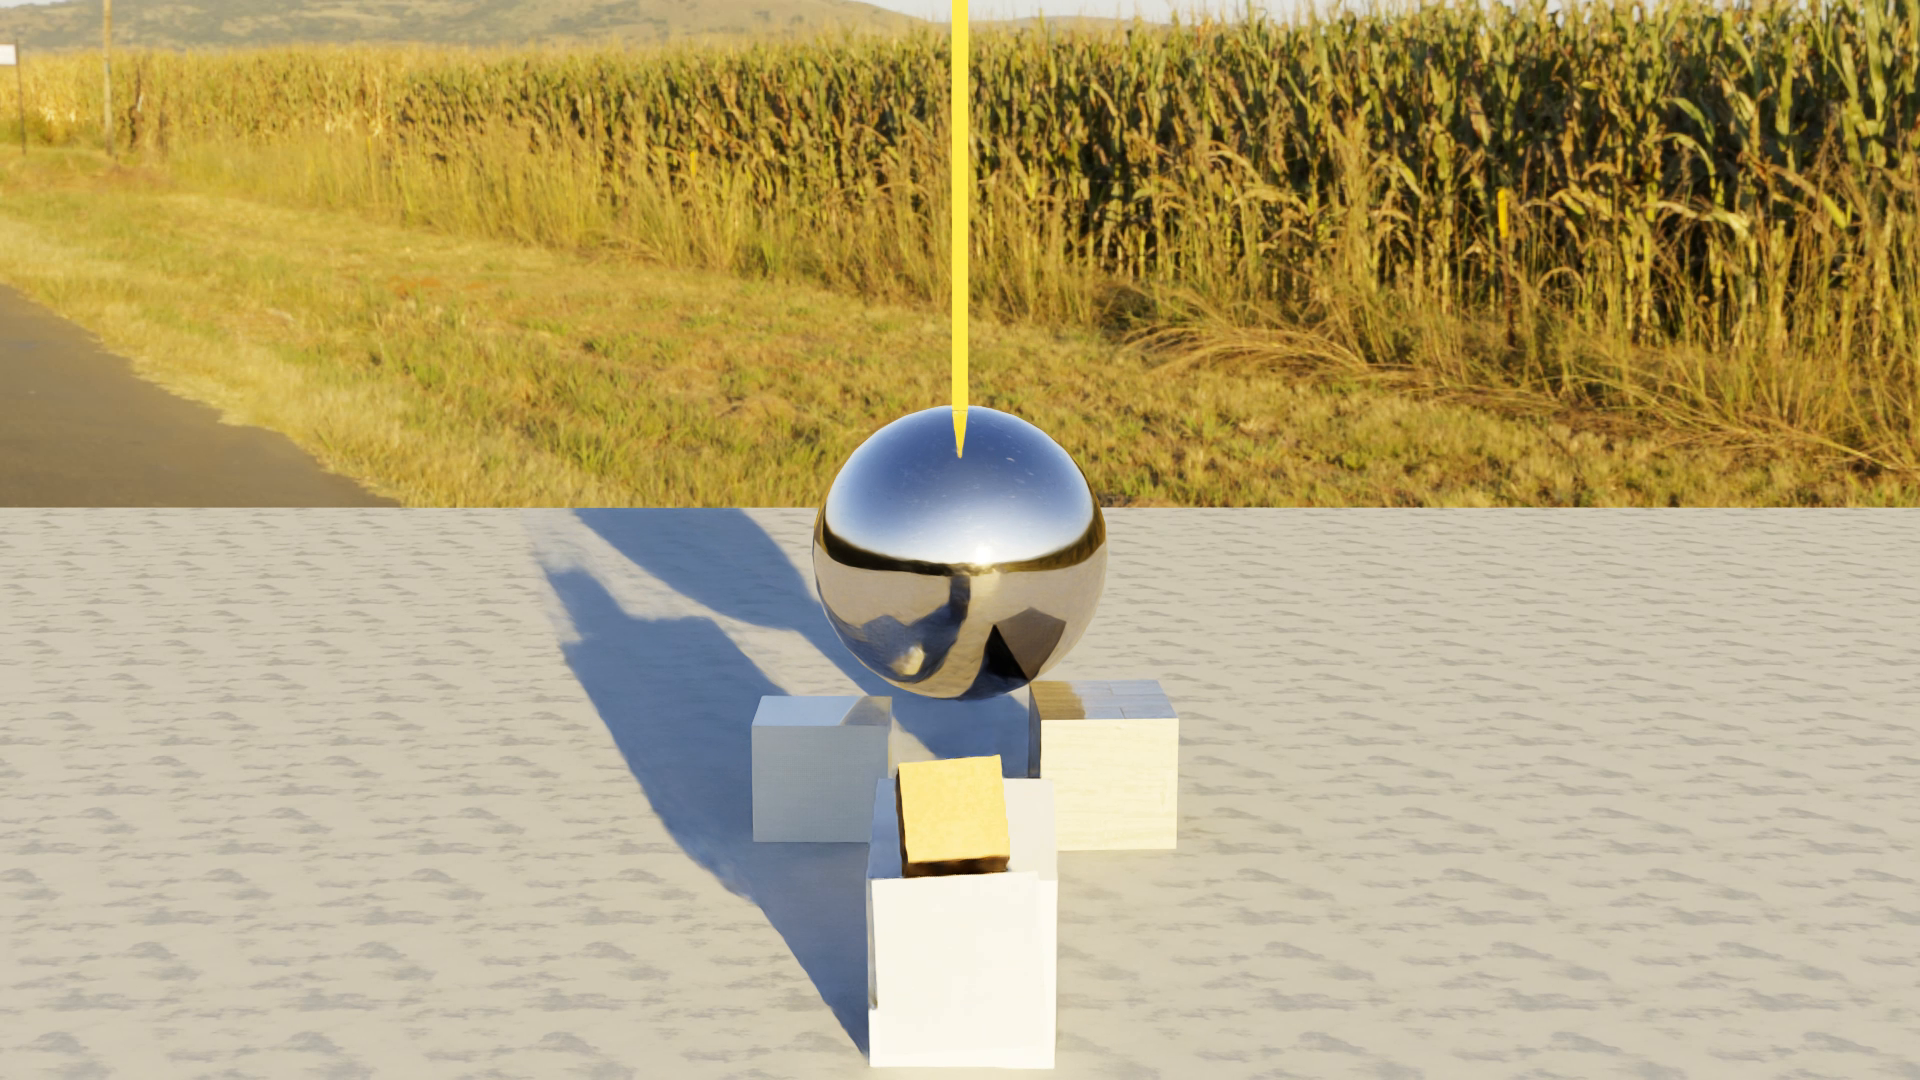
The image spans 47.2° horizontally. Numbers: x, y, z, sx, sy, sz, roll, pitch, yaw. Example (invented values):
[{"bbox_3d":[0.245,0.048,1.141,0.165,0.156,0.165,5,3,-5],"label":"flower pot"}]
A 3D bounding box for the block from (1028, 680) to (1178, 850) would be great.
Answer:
[{"bbox_3d":[0.726,1.150,11.362,0.681,0.673,0.803,0,10,-3],"label":"block"}]

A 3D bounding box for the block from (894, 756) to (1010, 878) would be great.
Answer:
[{"bbox_3d":[-0.032,1.019,7.965,0.363,0.363,0.386,-4,-20,-5],"label":"block"}]

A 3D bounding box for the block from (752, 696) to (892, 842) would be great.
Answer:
[{"bbox_3d":[-0.704,1.177,11.391,0.685,0.608,0.604,0,10,0],"label":"block"}]

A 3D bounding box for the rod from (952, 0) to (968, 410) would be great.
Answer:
[{"bbox_3d":[0.000,-3.186,10.900,0.080,5.200,0.080,0,17,0],"label":"rod"}]

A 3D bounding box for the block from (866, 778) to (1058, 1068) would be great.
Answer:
[{"bbox_3d":[0.016,1.492,8.640,0.707,0.829,0.778,0,22,1],"label":"block"}]

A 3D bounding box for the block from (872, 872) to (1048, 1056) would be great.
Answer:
[{"bbox_3d":[0.000,1.468,7.648,0.563,0.577,0.533,-3,-11,0],"label":"block"}]

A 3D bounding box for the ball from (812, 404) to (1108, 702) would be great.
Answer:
[{"bbox_3d":[0.000,0.068,11.883,1.600,1.600,1.600,0,10,0],"label":"ball"}]
